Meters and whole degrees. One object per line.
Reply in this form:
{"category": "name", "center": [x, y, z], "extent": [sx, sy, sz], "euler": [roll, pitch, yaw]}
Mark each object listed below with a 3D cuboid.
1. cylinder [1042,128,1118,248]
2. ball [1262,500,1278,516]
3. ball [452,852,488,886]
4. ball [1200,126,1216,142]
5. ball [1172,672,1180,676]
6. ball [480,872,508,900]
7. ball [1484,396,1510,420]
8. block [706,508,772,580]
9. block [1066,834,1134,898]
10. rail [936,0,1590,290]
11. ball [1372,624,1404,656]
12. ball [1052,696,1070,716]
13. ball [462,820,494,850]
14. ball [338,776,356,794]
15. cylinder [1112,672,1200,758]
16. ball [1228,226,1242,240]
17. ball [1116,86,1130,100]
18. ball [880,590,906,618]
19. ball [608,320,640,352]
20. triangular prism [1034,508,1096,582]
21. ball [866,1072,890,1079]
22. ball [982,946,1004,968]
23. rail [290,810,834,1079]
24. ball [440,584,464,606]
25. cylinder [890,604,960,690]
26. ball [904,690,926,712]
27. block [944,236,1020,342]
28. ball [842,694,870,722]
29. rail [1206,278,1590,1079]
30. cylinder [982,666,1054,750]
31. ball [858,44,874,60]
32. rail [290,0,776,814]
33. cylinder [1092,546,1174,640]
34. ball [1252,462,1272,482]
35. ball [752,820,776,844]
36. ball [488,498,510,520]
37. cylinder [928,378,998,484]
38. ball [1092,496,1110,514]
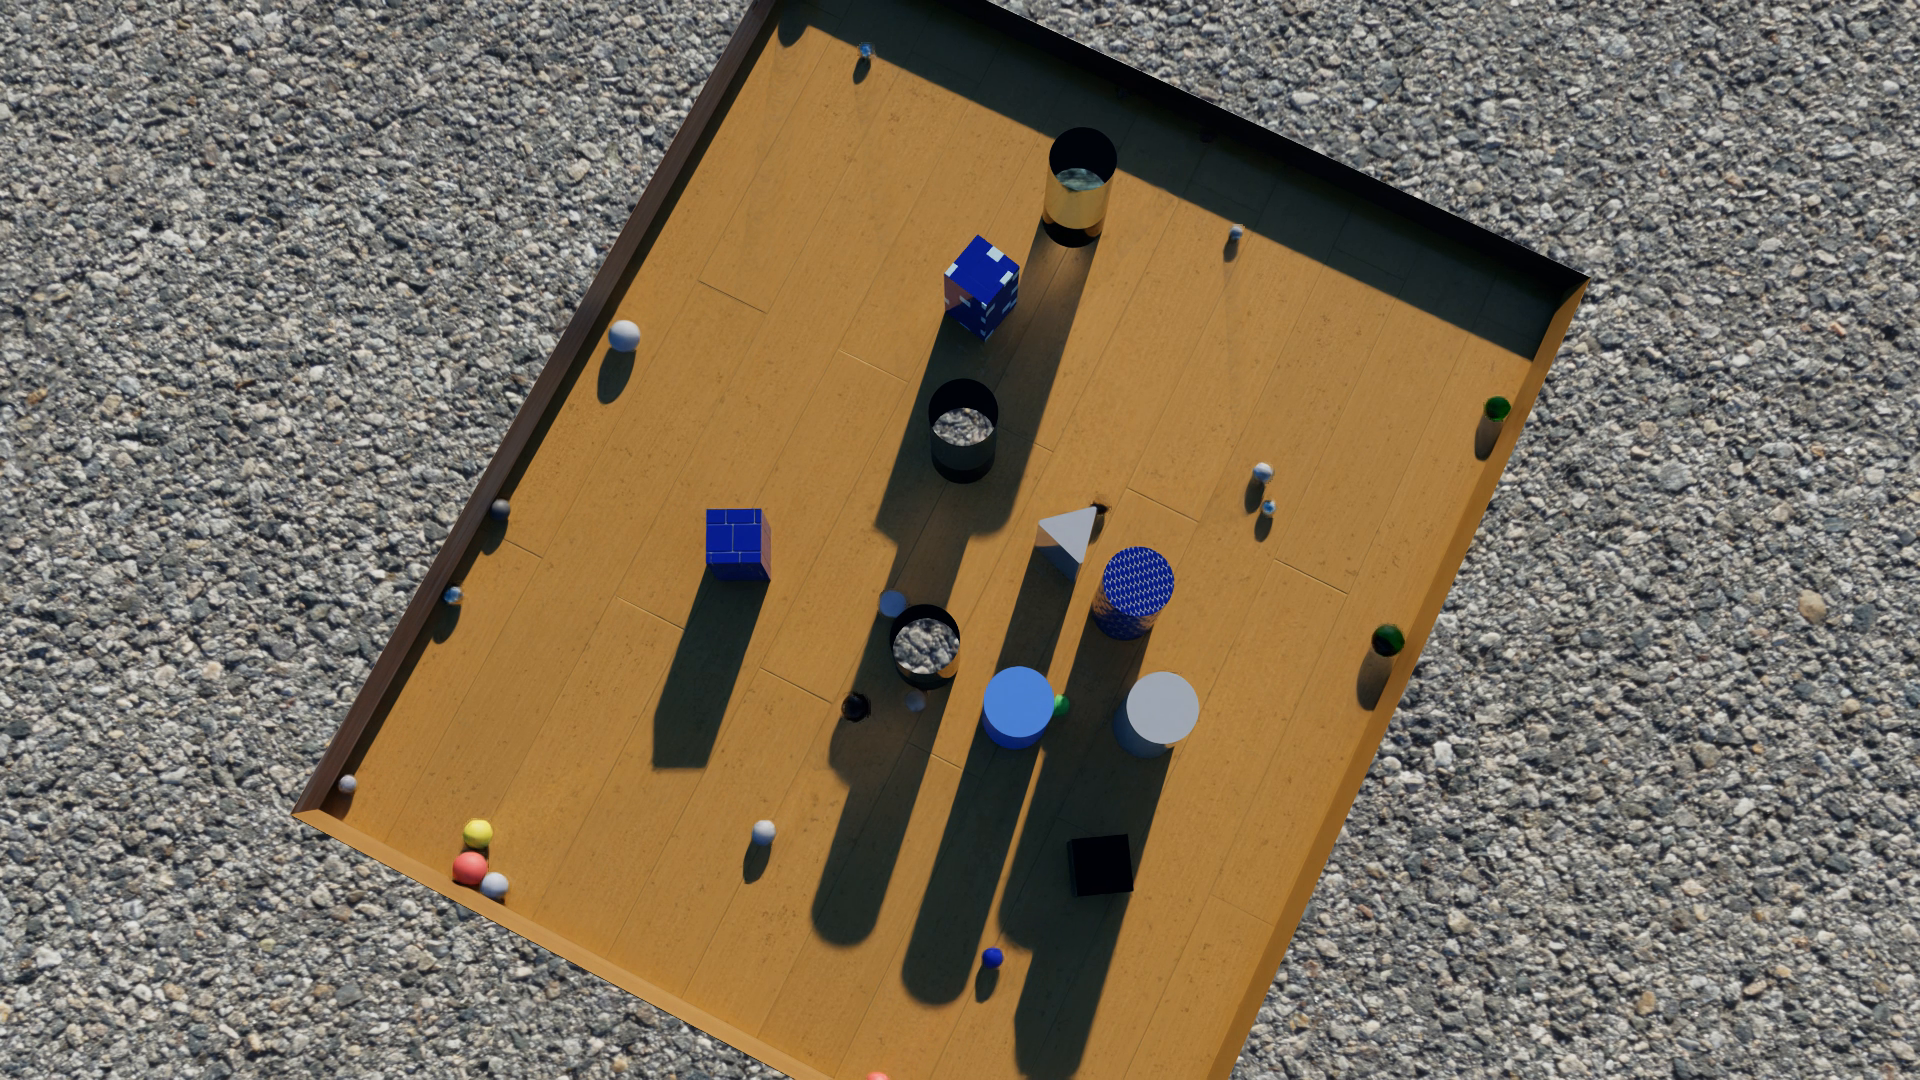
{"category": "cylinder", "center": [0.361, -1.071, 5.601], "extent": [0.200, 0.466, 0.200], "euler": [0, 78, 0]}
{"category": "ball", "center": [0.948, -0.099, 5.611], "extent": [0.051, 0.051, 0.051], "euler": [0, 78, 0]}
{"category": "ball", "center": [-1.435, 0.962, 5.367], "extent": [0.100, 0.100, 0.100], "euler": [0, 78, 0]}
{"category": "ball", "center": [0.792, -1.297, 5.859], "extent": [0.052, 0.052, 0.052], "euler": [0, 78, 0]}
{"category": "ball", "center": [0.638, 0.430, 5.492], "extent": [0.070, 0.070, 0.070], "euler": [0, 78, 0]}
{"category": "ball", "center": [-1.362, 1.015, 5.365], "extent": [0.081, 0.081, 0.081], "euler": [0, 78, 0]}
{"category": "ball", "center": [1.660, -0.407, 5.662], "extent": [0.076, 0.076, 0.076], "euler": [0, 78, 0]}
{"category": "block", "center": [-0.658, 0.017, 5.468], "extent": [0.160, 0.285, 0.160], "euler": [-1, 78, 0]}
{"category": "block", "center": [0.403, 0.943, 5.293], "extent": [0.160, 0.251, 0.160], "euler": [-5, 78, -1]}
{"category": "rail", "center": [0.707, -1.378, 5.835], "extent": [2.749, 0.130, 0.045], "euler": [26, 80, 5]}
{"category": "ball", "center": [1.284, 0.303, 5.505], "extent": [0.096, 0.096, 0.096], "euler": [0, 78, 0]}
{"category": "ball", "center": [0.298, 0.497, 5.482], "extent": [0.063, 0.063, 0.063], "euler": [0, 78, 0]}
{"category": "ball", "center": [-1.419, 0.866, 5.393], "extent": [0.086, 0.086, 0.086], "euler": [0, 78, 0]}
{"category": "ball", "center": [-1.819, 0.726, 5.439], "extent": [0.054, 0.054, 0.054], "euler": [0, 78, 0]}
{"category": "cylinder", "center": [0.558, 0.509, 5.271], "extent": [0.200, 0.470, 0.200], "euler": [0, 78, 0]}
{"category": "ball", "center": [0.872, -0.971, 5.795], "extent": [0.044, 0.044, 0.044], "euler": [0, 78, 0]}
{"category": "ball", "center": [0.522, -1.438, 5.892], "extent": [0.043, 0.043, 0.043], "euler": [0, 78, 0]}
{"category": "ball", "center": [-0.203, 0.194, 5.534], "extent": [0.082, 0.082, 0.082], "euler": [0, 78, 0]}
{"category": "ball", "center": [-1.043, -0.636, 5.698], "extent": [0.099, 0.099, 0.099], "euler": [0, 78, 0]}
{"category": "triangular prism", "center": [0.342, -0.012, 5.458], "extent": [0.150, 0.316, 0.173], "euler": [-44, 82, -8]}
{"category": "ball", "center": [-0.236, 1.567, 5.251], "extent": [0.080, 0.080, 0.080], "euler": [0, 78, 0]}
{"category": "ball", "center": [0.097, 1.216, 5.333], "extent": [0.062, 0.062, 0.062], "euler": [0, 78, 0]}
{"category": "rail", "center": [-0.707, 1.392, 5.261], "extent": [2.749, 0.130, 0.045], "euler": [26, 80, 5]}
{"category": "ball", "center": [-1.536, 0.166, 5.547], "extent": [0.070, 0.070, 0.070], "euler": [0, 78, 0]}
{"category": "cylinder", "center": [-0.099, 0.317, 5.359], "extent": [0.200, 0.376, 0.200], "euler": [0, 78, 0]}
{"category": "ball", "center": [-0.133, 0.480, 5.483], "extent": [0.067, 0.067, 0.067], "euler": [0, 78, 0]}
{"category": "block", "center": [0.065, -0.765, 5.599], "extent": [0.160, 0.344, 0.160], "euler": [38, 81, 7]}
{"category": "ball", "center": [-0.313, 0.501, 5.470], "extent": [0.084, 0.084, 0.084], "euler": [0, 78, 0]}
{"category": "rail", "center": [1.208, 0.598, 5.425], "extent": [0.045, 0.130, 3.211], "euler": [26, 80, 5]}
{"category": "cylinder", "center": [0.166, 0.492, 5.325], "extent": [0.200, 0.372, 0.200], "euler": [0, 78, 0]}
{"category": "ball", "center": [-0.302, -1.575, 5.918], "extent": [0.049, 0.049, 0.049], "euler": [0, 78, 0]}
{"category": "rail", "center": [-1.208, -0.585, 5.670], "extent": [0.045, 0.130, 3.211], "euler": [26, 80, 5]}
{"category": "cylinder", "center": [0.500, 0.162, 5.350], "extent": [0.200, 0.456, 0.200], "euler": [0, 78, 0]}
{"category": "ball", "center": [0.928, -0.207, 5.629], "extent": [0.059, 0.059, 0.059], "euler": [0, 78, 0]}
{"category": "ball", "center": [-0.578, 0.861, 5.402], "extent": [0.072, 0.072, 0.072], "euler": [0, 78, 0]}
{"category": "ball", "center": [-1.407, -0.094, 5.602], "extent": [0.067, 0.067, 0.067], "euler": [0, 78, 0]}
{"category": "cylinder", "center": [0.010, -0.317, 5.445], "extent": [0.200, 0.465, 0.200], "euler": [0, 78, 0]}
{"category": "ball", "center": [0.431, -0.105, 5.610], "extent": [0.056, 0.056, 0.056], "euler": [0, 78, 0]}
